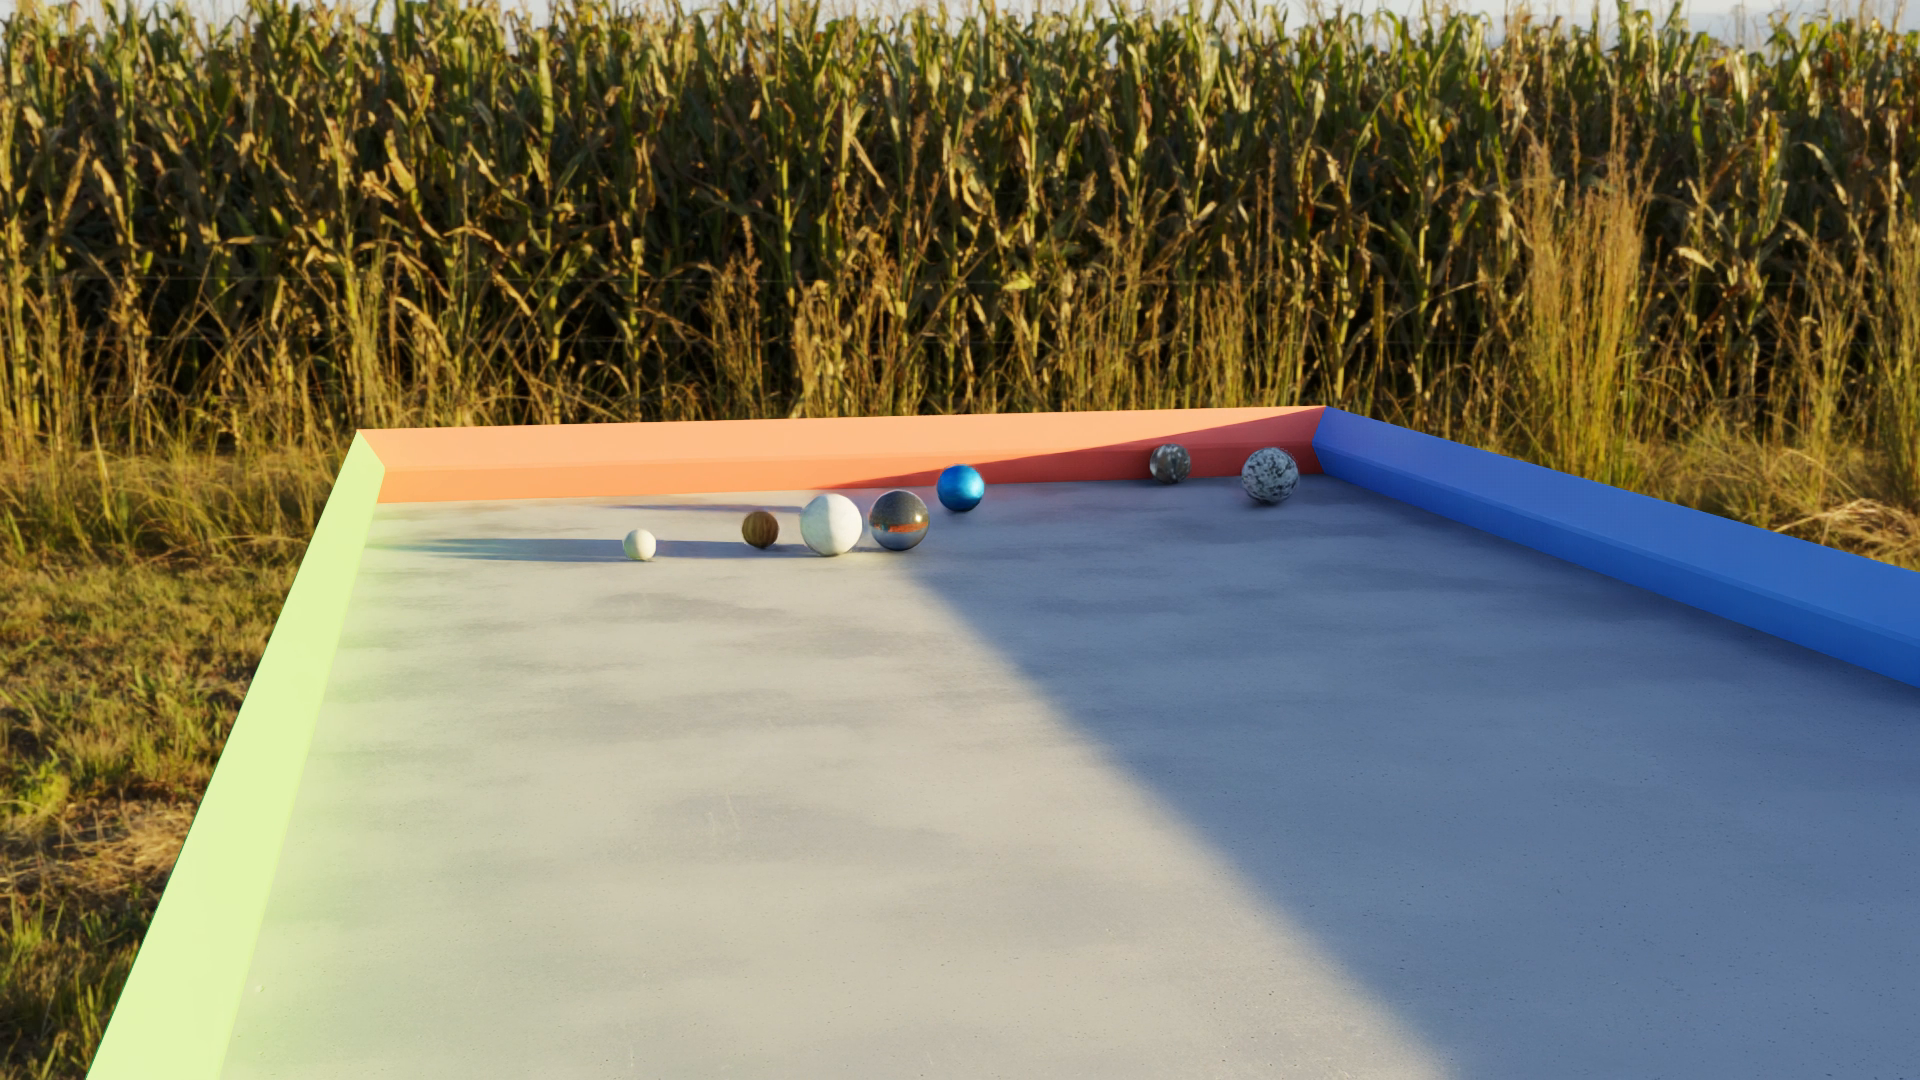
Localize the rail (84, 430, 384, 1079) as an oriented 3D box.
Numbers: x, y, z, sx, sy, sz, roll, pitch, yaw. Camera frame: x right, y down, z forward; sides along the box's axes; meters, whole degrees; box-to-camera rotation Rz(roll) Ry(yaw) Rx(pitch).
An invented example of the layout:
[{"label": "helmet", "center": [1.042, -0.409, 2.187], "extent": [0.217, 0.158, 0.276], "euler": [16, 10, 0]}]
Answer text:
[{"label": "rail", "center": [-0.670, 0.135, 2.253], "extent": [0.045, 0.127, 3.195], "euler": [-2, 10, -12]}]

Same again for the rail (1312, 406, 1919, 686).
[{"label": "rail", "center": [1.013, 0.073, 2.618], "extent": [0.045, 0.127, 3.195], "euler": [-2, 10, -12]}]

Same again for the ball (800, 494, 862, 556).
[{"label": "ball", "center": [-0.193, -0.023, 3.285], "extent": [0.093, 0.093, 0.093], "euler": [0, 10, 0]}]

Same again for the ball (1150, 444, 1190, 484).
[{"label": "ball", "center": [0.384, -0.139, 4.022], "extent": [0.074, 0.074, 0.074], "euler": [0, 10, 0]}]

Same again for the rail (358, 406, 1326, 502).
[{"label": "rail", "center": [-0.167, -0.154, 3.951], "extent": [1.770, 0.127, 0.045], "euler": [-2, 10, -12]}]

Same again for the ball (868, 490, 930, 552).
[{"label": "ball", "center": [-0.092, -0.030, 3.326], "extent": [0.093, 0.093, 0.093], "euler": [0, 10, 0]}]

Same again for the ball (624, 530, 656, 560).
[{"label": "ball", "center": [-0.472, 0.008, 3.247], "extent": [0.046, 0.046, 0.046], "euler": [0, 10, 0]}]

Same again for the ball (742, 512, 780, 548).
[{"label": "ball", "center": [-0.304, -0.016, 3.353], "extent": [0.057, 0.057, 0.057], "euler": [0, 10, 0]}]

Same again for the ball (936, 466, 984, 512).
[{"label": "ball", "center": [0.000, -0.086, 3.695], "extent": [0.080, 0.080, 0.080], "euler": [0, 10, 0]}]

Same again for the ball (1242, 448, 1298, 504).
[{"label": "ball", "center": [0.533, -0.110, 3.782], "extent": [0.097, 0.097, 0.097], "euler": [0, 10, 0]}]
